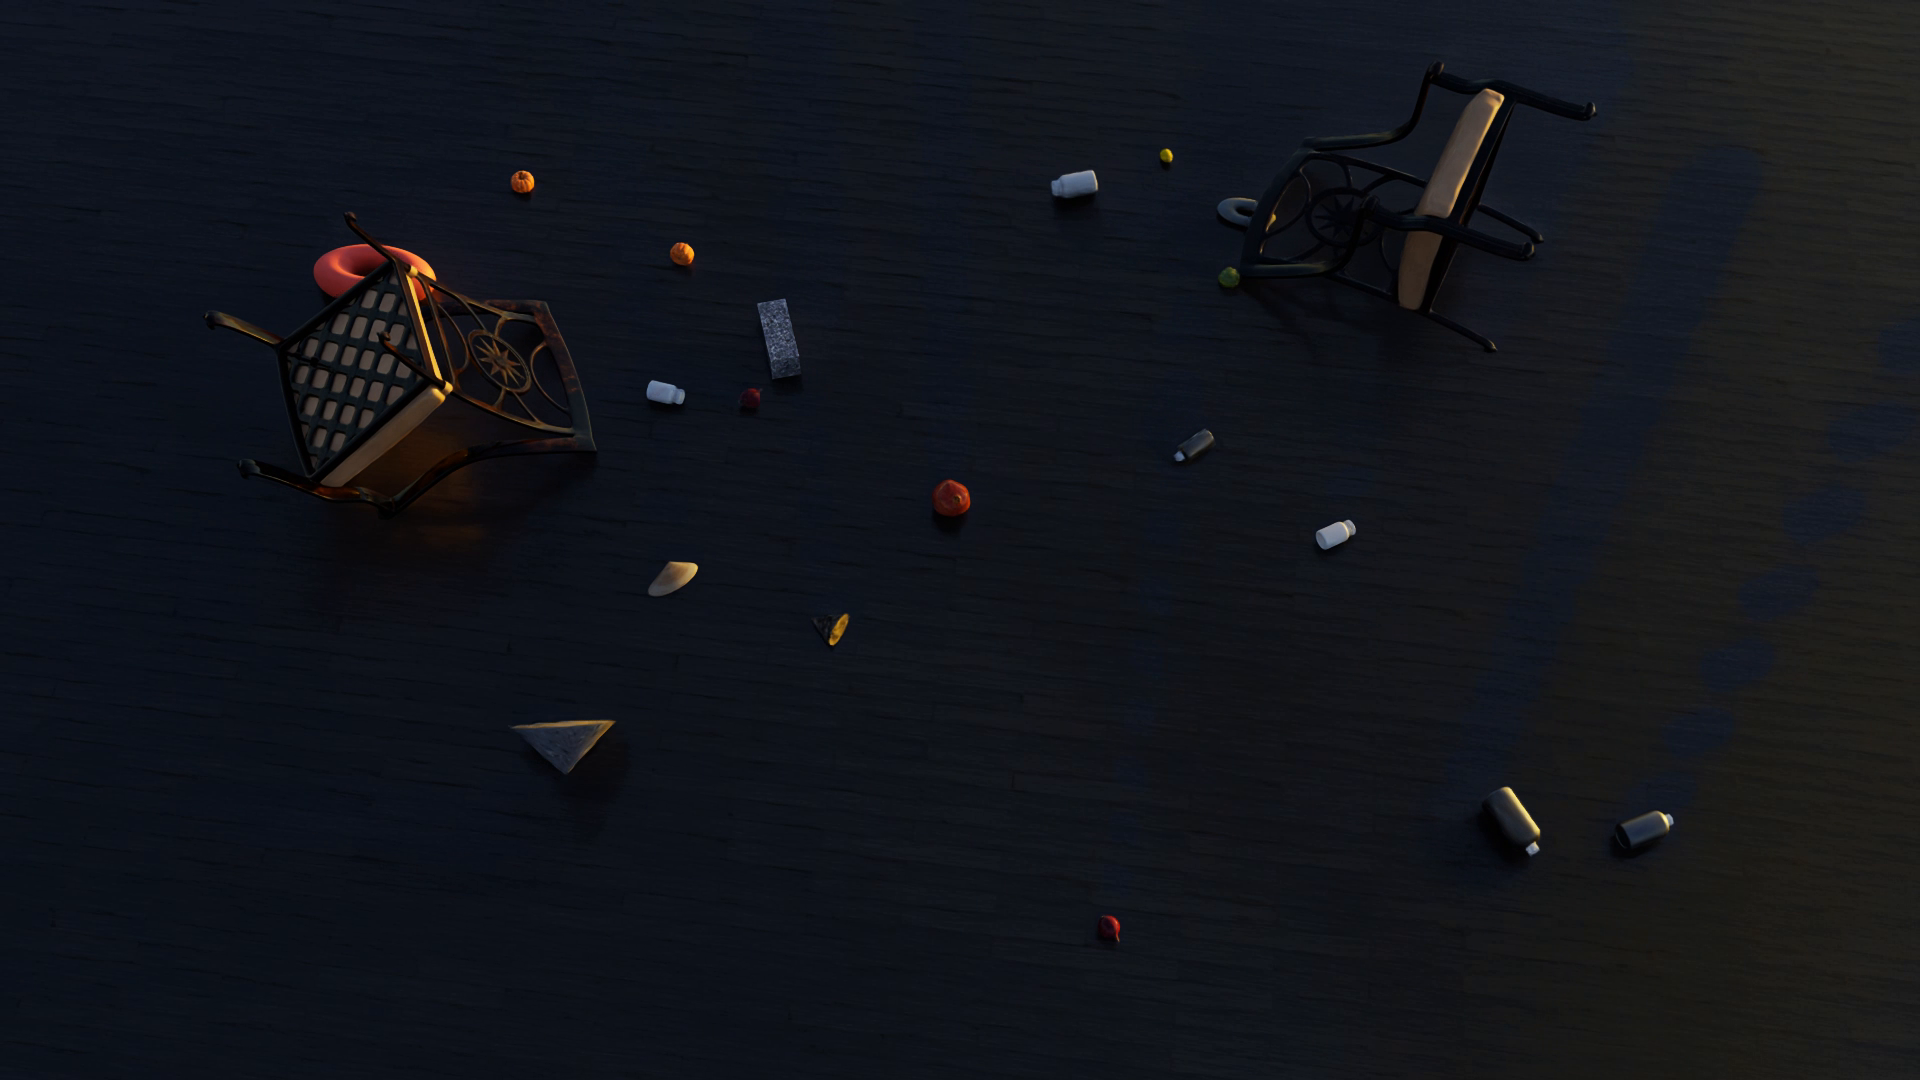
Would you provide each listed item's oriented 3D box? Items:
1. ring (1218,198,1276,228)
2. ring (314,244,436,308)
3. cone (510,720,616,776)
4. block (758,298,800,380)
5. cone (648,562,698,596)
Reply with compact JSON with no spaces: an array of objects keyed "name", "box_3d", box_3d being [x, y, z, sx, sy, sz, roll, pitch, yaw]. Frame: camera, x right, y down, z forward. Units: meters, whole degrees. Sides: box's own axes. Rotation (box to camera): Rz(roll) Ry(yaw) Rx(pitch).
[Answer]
[{"name":"ring","box_3d":[0.948,-1.083,7.278,0.196,0.033,0.106,13,64,7]},{"name":"ring","box_3d":[-1.882,-0.848,7.070,0.400,0.123,0.211,6,54,5]},{"name":"cone","box_3d":[-1.104,0.585,6.133,0.294,0.190,0.145,-3,90,-7]},{"name":"block","box_3d":[-0.572,-0.636,6.946,0.091,0.091,0.239,-11,57,-7]},{"name":"cone","box_3d":[-0.848,0.089,6.455,0.169,0.098,0.076,-33,62,-20]}]
